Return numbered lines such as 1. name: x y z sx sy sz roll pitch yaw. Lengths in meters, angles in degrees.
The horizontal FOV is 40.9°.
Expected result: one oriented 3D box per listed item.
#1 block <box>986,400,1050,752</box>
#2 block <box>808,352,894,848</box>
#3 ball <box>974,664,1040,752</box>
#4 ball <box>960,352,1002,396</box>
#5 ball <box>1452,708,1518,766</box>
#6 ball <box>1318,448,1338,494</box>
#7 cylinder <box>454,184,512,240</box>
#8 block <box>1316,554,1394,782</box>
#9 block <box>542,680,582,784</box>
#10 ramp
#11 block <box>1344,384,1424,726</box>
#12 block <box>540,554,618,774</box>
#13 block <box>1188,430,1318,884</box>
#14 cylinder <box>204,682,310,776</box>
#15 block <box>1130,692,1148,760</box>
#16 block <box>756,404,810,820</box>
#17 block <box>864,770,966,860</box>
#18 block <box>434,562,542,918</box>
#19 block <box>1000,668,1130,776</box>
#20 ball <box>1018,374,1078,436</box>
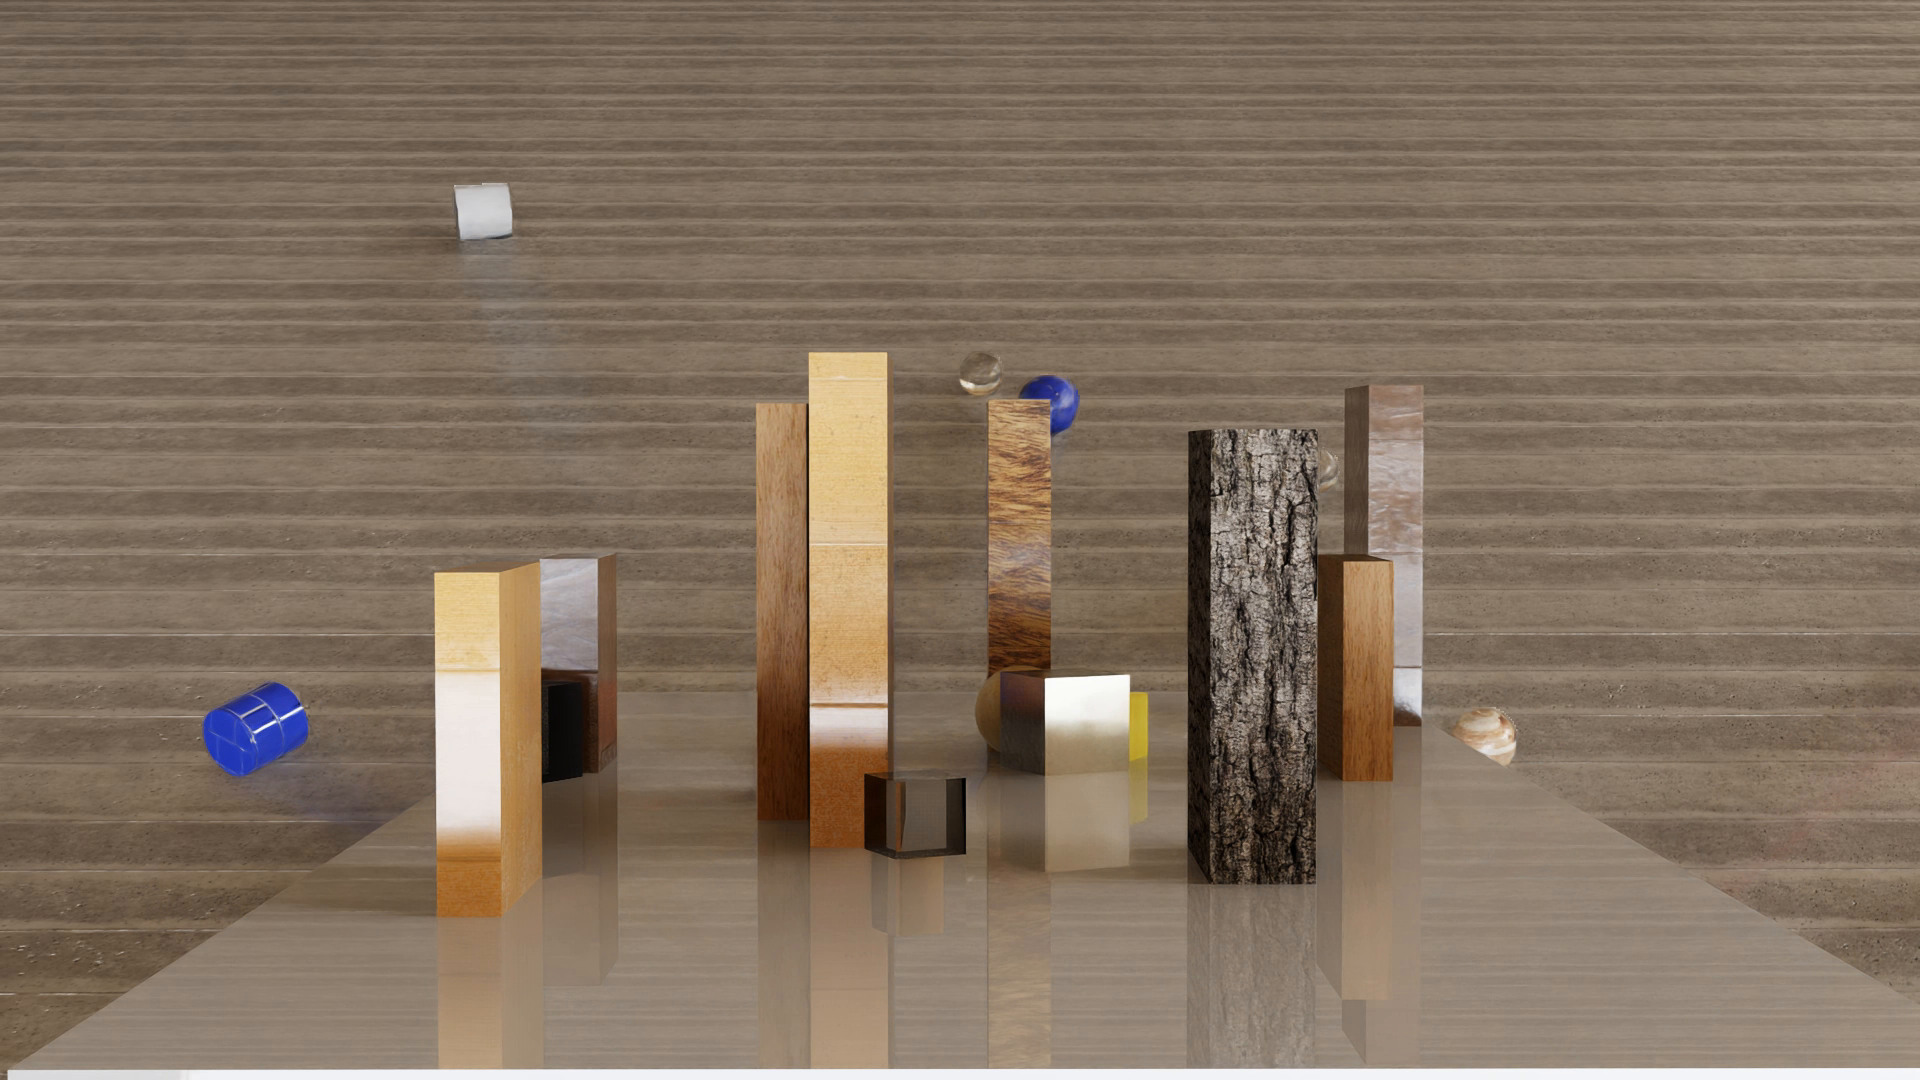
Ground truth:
1. block: 0.121 0.067 5.388 0.126 0.715 0.337 0 2 0
2. block: -0.172 0.087 4.158 0.120 0.762 0.391 0 2 0
3. ball: 0.122 0.341 5.136 0.185 0.185 0.185 0 24 0
4. ball: 0.070 -0.558 8.676 0.148 0.148 0.148 0 24 0
5. ball: 1.288 0.494 6.335 0.160 0.160 0.160 0 24 0
6. ball: 1.092 -0.212 7.919 0.142 0.142 0.142 0 24 0
7. cylinder: -1.898 -1.303 10.250 0.207 0.207 0.207 -6 25 -13
8. block: 0.754 0.237 4.929 0.093 0.407 0.340 0 2 0
9. block: -0.831 0.357 4.809 0.178 0.178 0.178 1 2 31
10. ramp: 0.056 0.504 4.549 2.000 0.100 4.000 0 2 0
11. block: 0.963 0.030 5.878 0.120 0.756 0.357 0 2 0
12. block: -0.741 0.235 5.021 0.109 0.408 0.268 0 2 0
13. block: 0.427 0.159 3.798 0.150 0.641 0.352 0 2 0
14. cylinder: -1.740 0.468 6.372 0.179 0.179 0.179 15 28 30
15. block: 0.296 0.371 5.144 0.125 0.125 0.125 1 2 22
16. block: -0.295 0.113 4.448 0.082 0.690 0.388 0 2 0
17. block: -0.069 0.417 3.930 0.117 0.117 0.117 -1 2 -26
18. block: -0.644 0.263 3.541 0.084 0.453 0.336 0 2 0
19. block: 0.201 0.348 4.968 0.183 0.183 0.183 -1 2 -27
20. ball: 0.285 -0.438 8.352 0.198 0.198 0.198 0 24 0
